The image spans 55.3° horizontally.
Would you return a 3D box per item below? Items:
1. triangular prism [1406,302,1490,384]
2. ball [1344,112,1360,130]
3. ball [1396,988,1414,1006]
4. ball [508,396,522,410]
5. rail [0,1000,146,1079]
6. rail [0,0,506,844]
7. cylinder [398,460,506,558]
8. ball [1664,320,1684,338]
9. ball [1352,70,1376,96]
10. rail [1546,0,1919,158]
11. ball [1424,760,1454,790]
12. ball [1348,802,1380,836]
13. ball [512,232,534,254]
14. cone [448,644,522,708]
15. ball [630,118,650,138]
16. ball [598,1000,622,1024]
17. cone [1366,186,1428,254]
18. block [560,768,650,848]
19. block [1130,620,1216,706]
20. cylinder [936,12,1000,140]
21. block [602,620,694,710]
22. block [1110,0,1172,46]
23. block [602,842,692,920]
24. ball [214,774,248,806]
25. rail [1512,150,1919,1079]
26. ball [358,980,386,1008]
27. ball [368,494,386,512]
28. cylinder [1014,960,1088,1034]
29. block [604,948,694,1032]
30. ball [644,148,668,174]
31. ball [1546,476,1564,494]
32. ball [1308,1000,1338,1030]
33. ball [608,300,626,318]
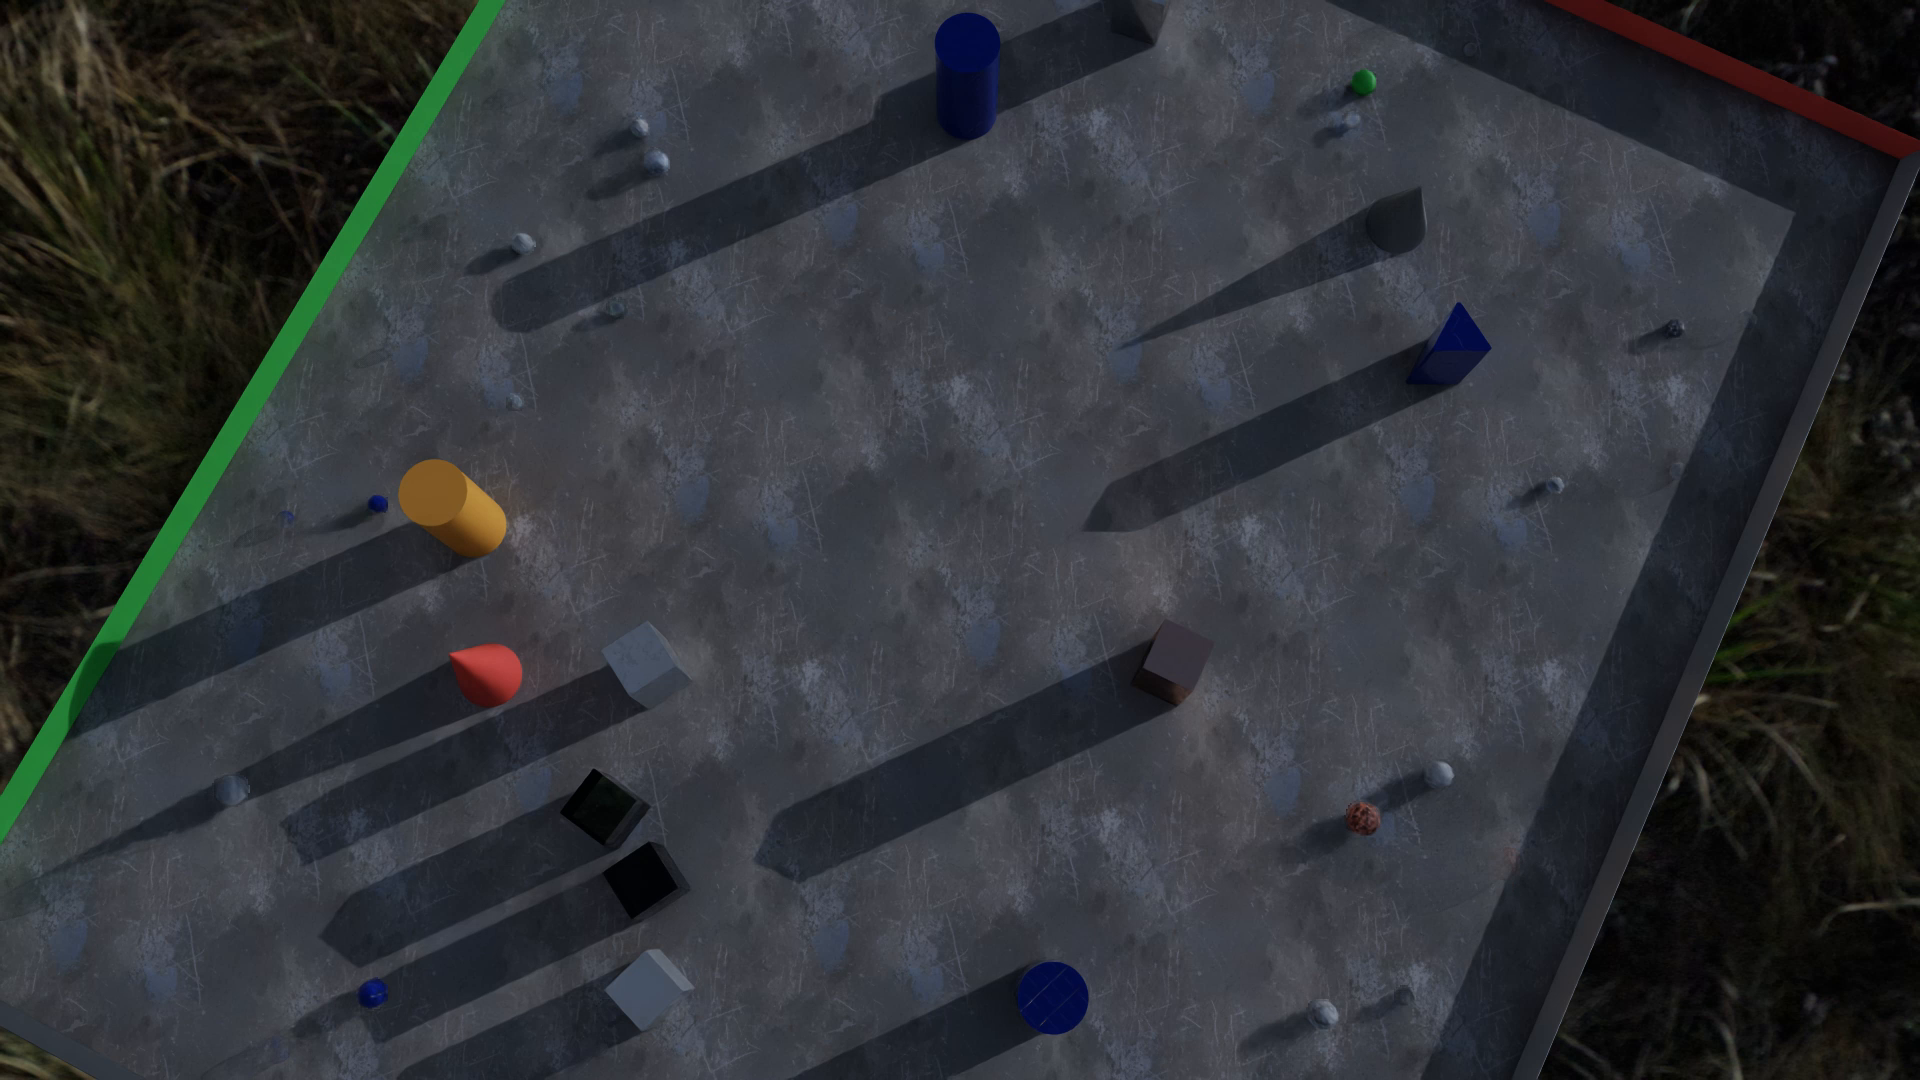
[{"bbox_3d":[1.474,-0.596,5.565,0.168,0.343,0.146,0,78,0],"label":"triangular prism"},{"bbox_3d":[1.256,-1.342,5.868,0.052,0.052,0.052,0,78,0],"label":"ball"},{"bbox_3d":[1.291,1.325,5.317,0.050,0.050,0.050,0,78,0],"label":"ball"},{"bbox_3d":[-1.380,-0.425,5.682,0.043,0.043,0.043,0,78,0],"label":"ball"},{"bbox_3d":[-1.101,2.163,5.103,4.311,0.126,0.045,26,80,5],"label":"rail"},{"bbox_3d":[-1.907,-0.927,5.743,0.045,0.126,4.971,26,80,5],"label":"rail"},{"bbox_3d":[-1.489,-0.088,5.401,0.195,0.458,0.195,0,78,0],"label":"cylinder"},{"bbox_3d":[2.232,-0.660,5.724,0.058,0.058,0.058,0,78,0],"label":"ball"},{"bbox_3d":[1.296,-1.468,5.879,0.080,0.080,0.080,0,78,0],"label":"ball"},{"bbox_3d":[1.101,-2.150,5.996,4.311,0.126,0.045,26,80,5],"label":"rail"},{"bbox_3d":[1.419,0.696,5.430,0.084,0.084,0.084,0,78,0],"label":"ball"},{"bbox_3d":[1.190,0.822,5.397,0.097,0.097,0.097,0,78,0],"label":"ball"},{"bbox_3d":[-1.379,-0.934,5.776,0.067,0.067,0.067,0,78,0],"label":"ball"},{"bbox_3d":[-1.419,0.361,5.308,0.195,0.459,0.195,0,78,0],"label":"cone"},{"bbox_3d":[-1.024,-1.318,5.859,0.060,0.060,0.060,0,78,0],"label":"ball"},{"bbox_3d":[-1.012,1.366,5.299,0.069,0.069,0.069,0,78,0],"label":"ball"},{"bbox_3d":[1.387,-1.035,5.668,0.195,0.318,0.195,0,78,0],"label":"cone"},{"bbox_3d":[-1.027,0.782,5.325,0.156,0.254,0.156,36,81,7],"label":"block"},{"bbox_3d":[0.617,0.362,5.346,0.156,0.382,0.156,25,79,5],"label":"block"},{"bbox_3d":[0.022,-1.428,5.670,0.195,0.474,0.195,0,78,0],"label":"cylinder"},{"bbox_3d":[-0.913,0.369,5.367,0.156,0.339,0.156,-33,80,-6],"label":"block"},{"bbox_3d":[0.587,-1.728,5.837,0.156,0.269,0.156,19,79,4],"label":"block"},{"bbox_3d":[-0.899,0.983,5.280,0.156,0.261,0.156,-33,80,-7],"label":"block"},{"bbox_3d":[-2.156,0.740,5.417,0.092,0.092,0.092,0,78,0],"label":"ball"},{"bbox_3d":[1.907,0.940,5.356,0.045,0.126,4.971,26,80,5],"label":"rail"},{"bbox_3d":[-1.702,1.315,5.303,0.081,0.081,0.081,0,78,0],"label":"ball"},{"bbox_3d":[-1.785,-0.110,5.611,0.055,0.055,0.055,0,78,0],"label":"ball"},{"bbox_3d":[0.255,1.287,5.179,0.195,0.335,0.195,0,78,0],"label":"cylinder"},{"bbox_3d":[-0.882,1.281,5.227,0.156,0.243,0.156,-44,82,-8],"label":"block"},{"bbox_3d":[-0.966,-1.203,5.826,0.078,0.078,0.078,0,78,0],"label":"ball"},{"bbox_3d":[1.825,-0.168,5.624,0.053,0.053,0.053,0,78,0],"label":"ball"},{"bbox_3d":[1.049,1.373,5.289,0.085,0.085,0.085,0,78,0],"label":"ball"},{"bbox_3d":[-1.072,-0.725,5.738,0.056,0.056,0.056,0,78,0],"label":"ball"}]
